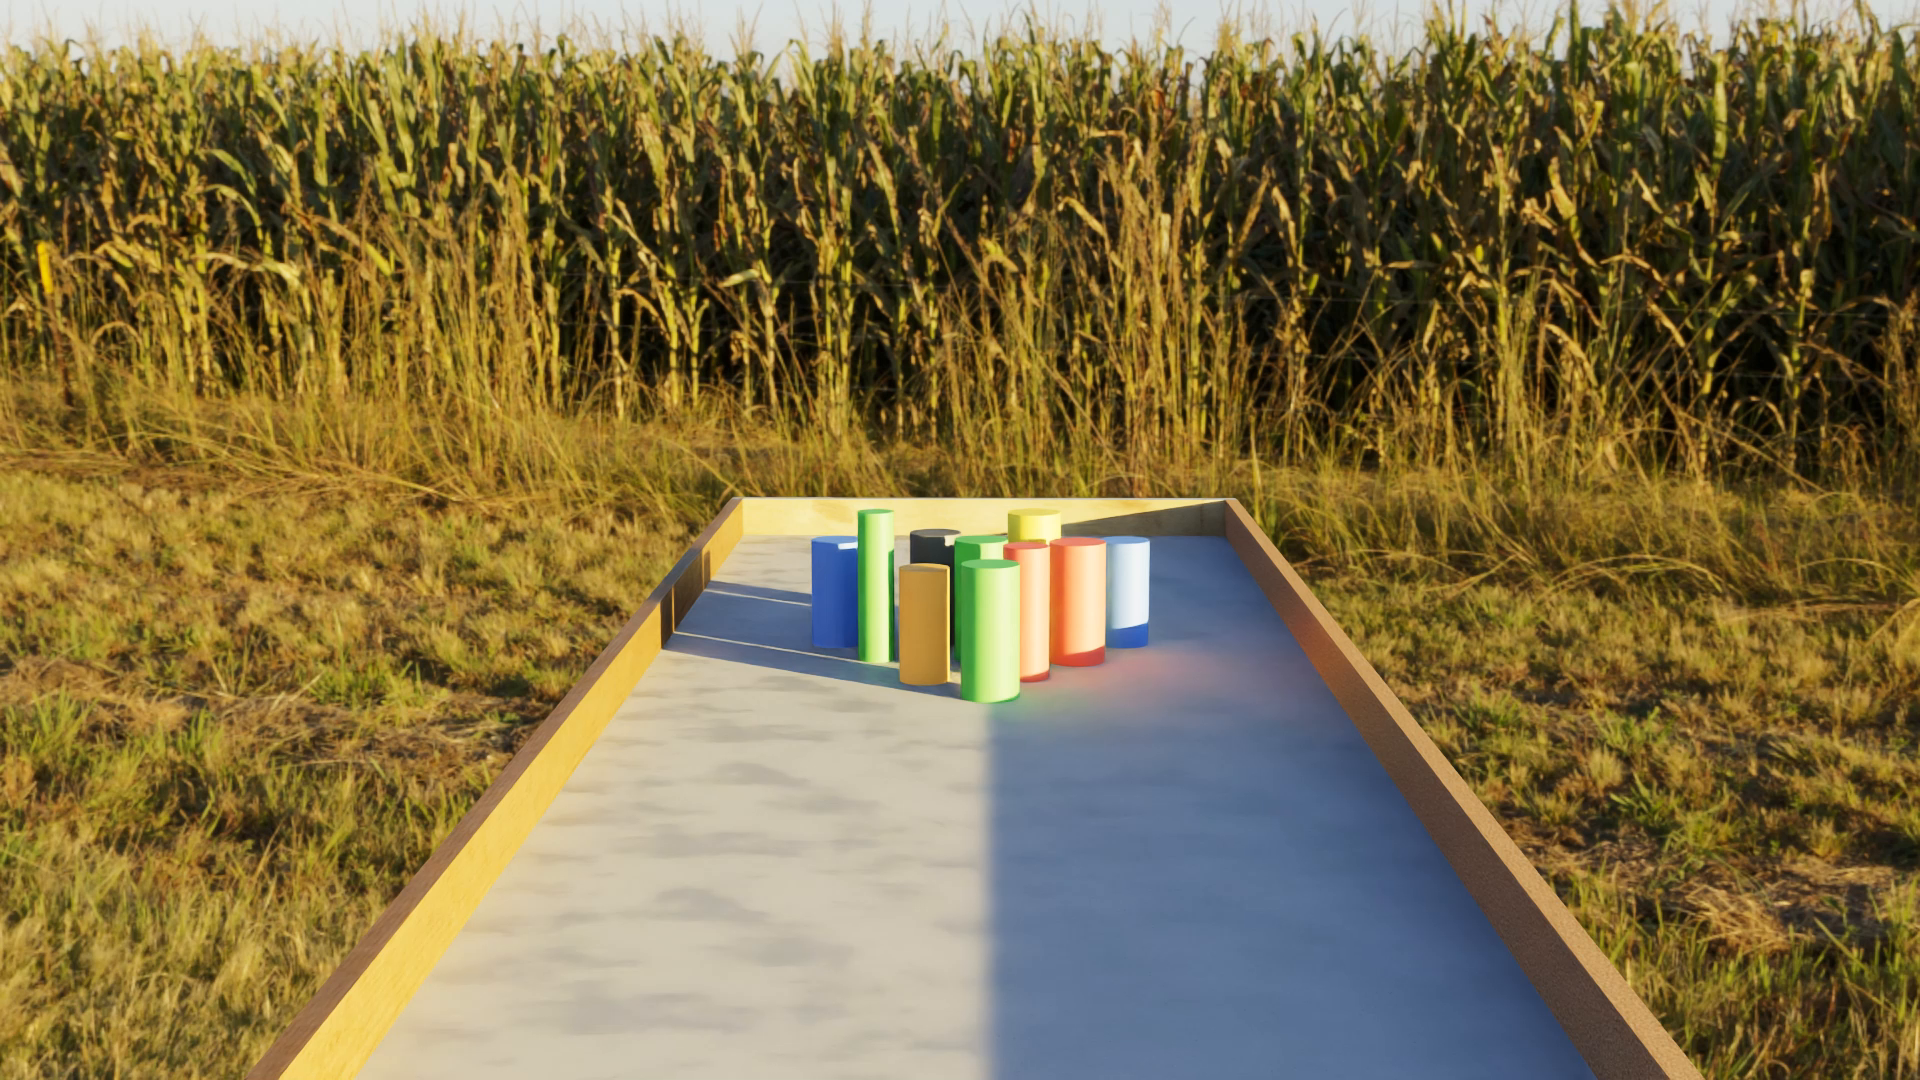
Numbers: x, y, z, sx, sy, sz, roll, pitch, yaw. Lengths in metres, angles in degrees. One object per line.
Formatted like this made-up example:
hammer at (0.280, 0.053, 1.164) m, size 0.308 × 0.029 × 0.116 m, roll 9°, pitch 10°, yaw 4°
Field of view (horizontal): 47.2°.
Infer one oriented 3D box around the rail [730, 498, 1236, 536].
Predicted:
rail at (0.099, -0.098, 9.147) m, size 2.100 × 0.150 × 0.050 m, roll 0°, pitch 9°, yaw 1°

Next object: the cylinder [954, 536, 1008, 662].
cylinder at (0.064, 0.180, 6.697) m, size 0.163 × 0.369 × 0.163 m, roll 0°, pitch 9°, yaw 0°

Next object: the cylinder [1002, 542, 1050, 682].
cylinder at (0.193, 0.210, 6.435) m, size 0.137 × 0.391 × 0.137 m, roll 0°, pitch 9°, yaw 0°

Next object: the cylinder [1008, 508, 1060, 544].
cylinder at (0.231, 0.121, 6.902) m, size 0.167 × 0.421 × 0.167 m, roll 0°, pitch 9°, yaw 0°

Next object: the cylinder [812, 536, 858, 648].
cylinder at (-0.384, 0.162, 6.932) m, size 0.167 × 0.331 × 0.167 m, roll 0°, pitch 9°, yaw 0°

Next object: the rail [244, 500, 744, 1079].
rail at (-1.004, 0.839, 3.234) m, size 0.050 × 0.150 × 12.000 m, roll 0°, pitch 9°, yaw 1°

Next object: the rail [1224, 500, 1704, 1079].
rail at (1.046, 0.843, 3.208) m, size 0.050 × 0.150 × 12.000 m, roll 0°, pitch 9°, yaw 1°

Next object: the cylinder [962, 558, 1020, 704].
cylinder at (0.085, 0.254, 6.188) m, size 0.165 × 0.380 × 0.165 m, roll 0°, pitch 9°, yaw 0°

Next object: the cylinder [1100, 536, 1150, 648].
cylinder at (0.515, 0.164, 6.922) m, size 0.158 × 0.330 × 0.158 m, roll 0°, pitch 9°, yaw 0°

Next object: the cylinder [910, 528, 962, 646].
cylinder at (-0.077, 0.149, 6.951) m, size 0.163 × 0.350 × 0.163 m, roll 0°, pitch 9°, yaw 0°

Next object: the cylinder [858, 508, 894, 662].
cylinder at (-0.255, 0.138, 6.683) m, size 0.111 × 0.455 × 0.111 m, roll 0°, pitch 9°, yaw 0°

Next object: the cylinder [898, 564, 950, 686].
cylinder at (-0.104, 0.245, 6.404) m, size 0.147 × 0.333 × 0.147 m, roll 0°, pitch 9°, yaw 0°

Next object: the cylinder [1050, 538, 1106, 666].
cylinder at (0.354, 0.186, 6.663) m, size 0.172 × 0.366 × 0.172 m, roll 0°, pitch 9°, yaw 0°
